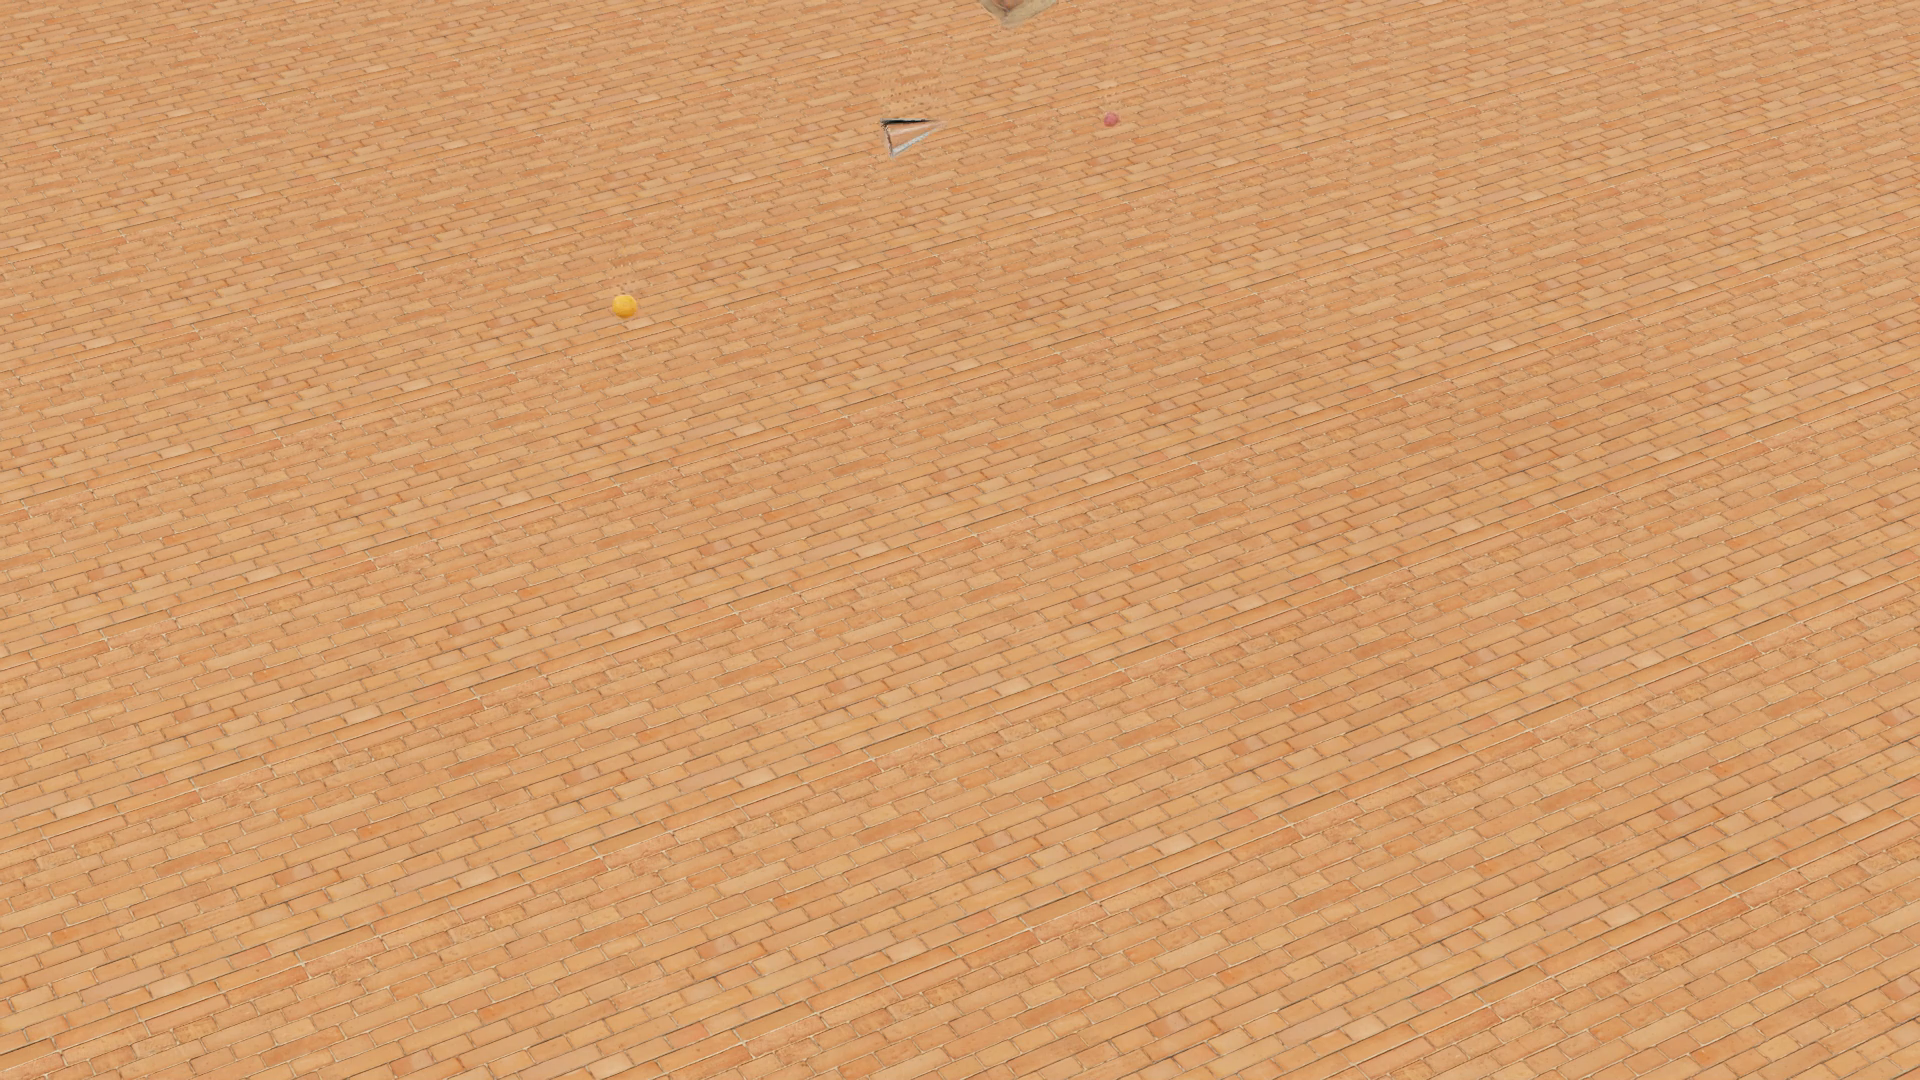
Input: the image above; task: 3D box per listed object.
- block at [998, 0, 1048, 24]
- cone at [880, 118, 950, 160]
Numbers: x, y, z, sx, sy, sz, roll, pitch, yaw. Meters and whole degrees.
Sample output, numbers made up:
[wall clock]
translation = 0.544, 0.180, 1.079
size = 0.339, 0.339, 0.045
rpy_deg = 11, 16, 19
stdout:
[block]
translation = 0.268, -2.039, 10.615
size = 0.310, 0.190, 0.140
rpy_deg = -35, 2, 9
[cone]
translation = -0.118, -1.156, 8.258
size = 0.191, 0.126, 0.110
rpy_deg = -17, 47, -6
